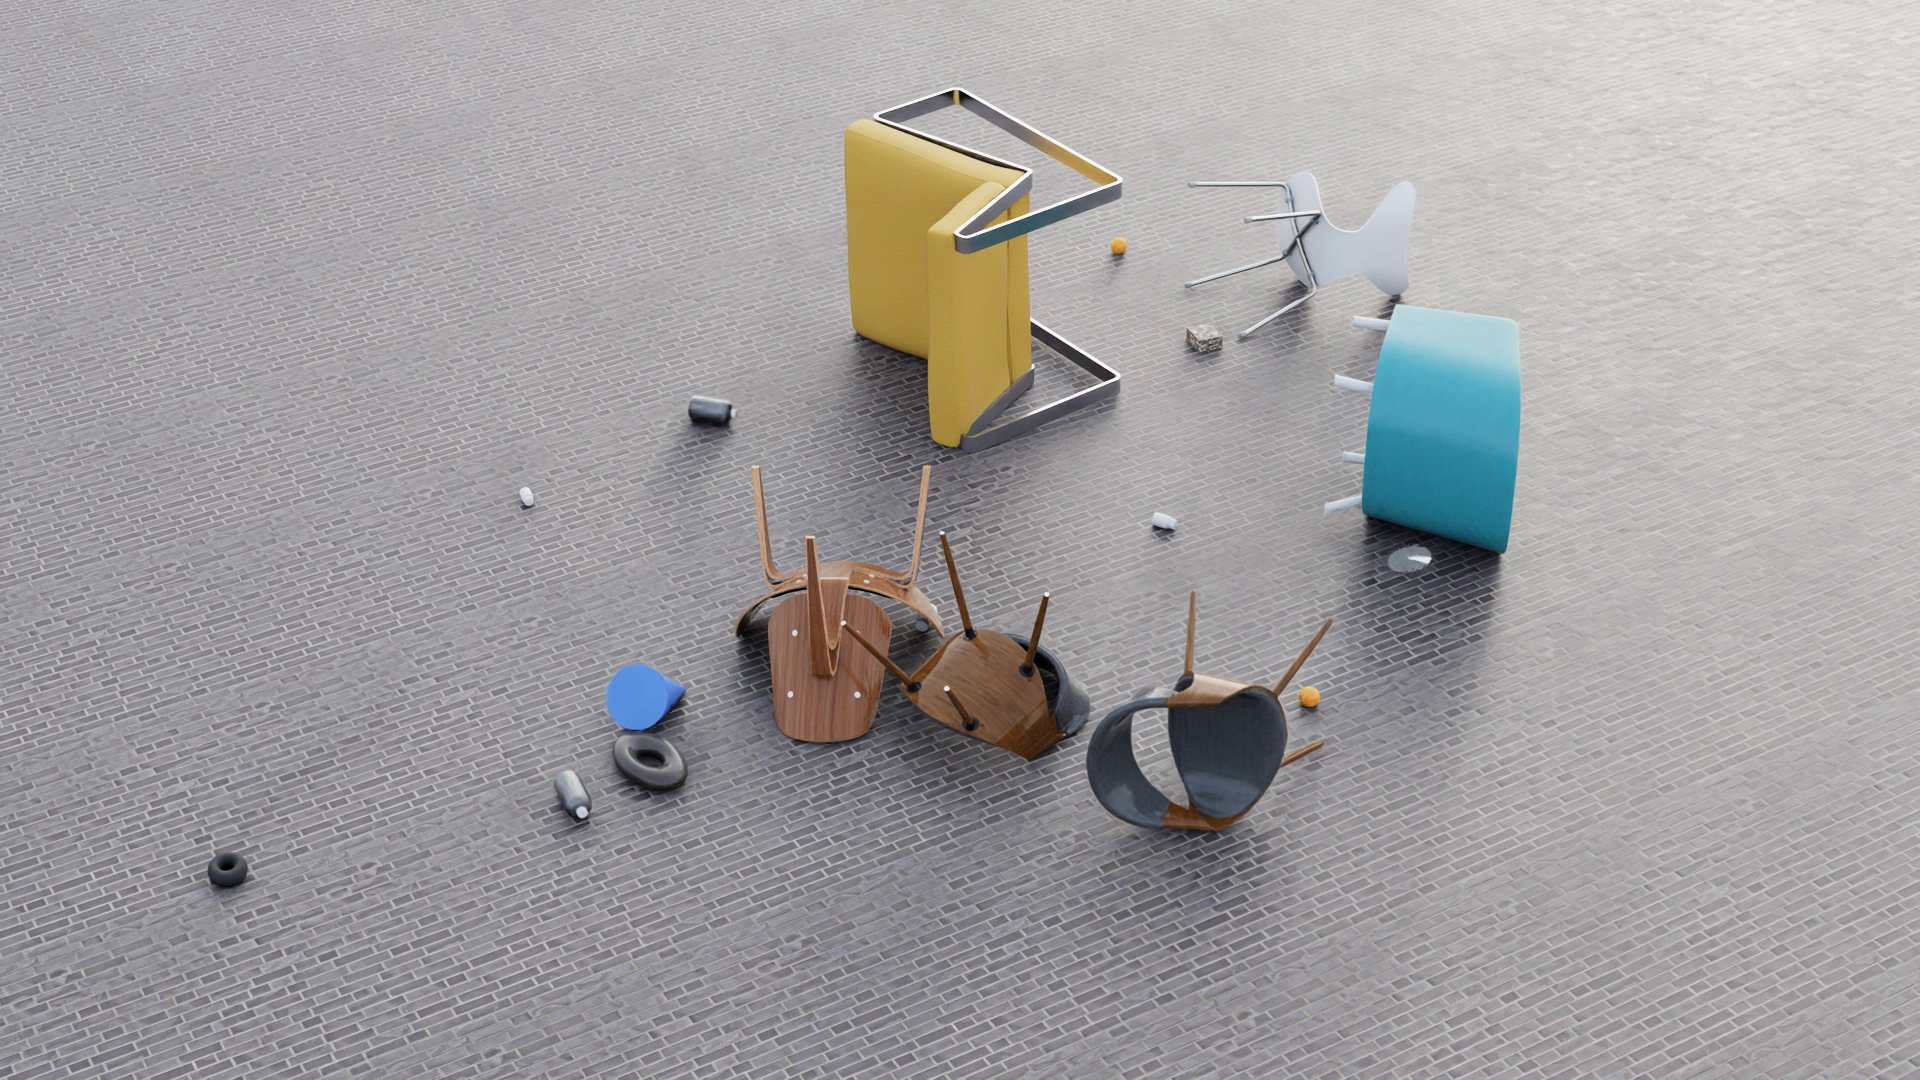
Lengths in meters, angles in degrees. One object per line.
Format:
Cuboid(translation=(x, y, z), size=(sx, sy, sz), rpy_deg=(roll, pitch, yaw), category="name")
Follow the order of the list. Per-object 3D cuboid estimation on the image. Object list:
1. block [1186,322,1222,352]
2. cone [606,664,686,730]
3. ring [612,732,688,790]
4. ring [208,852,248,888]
Cuboid(translation=(1.014, -0.841, 12.171), size=(0.107, 0.055, 0.121), rpy_deg=(-12, 35, -18), category="block")
Cuboid(translation=(-1.021, 0.524, 10.049), size=(0.272, 0.222, 0.271), rpy_deg=(-19, -7, 33), category="cone")
Cuboid(translation=(-1.033, 0.736, 9.769), size=(0.209, 0.066, 0.330), rpy_deg=(-23, 40, -32), category="ring")
Cuboid(translation=(-2.324, 1.046, 9.307), size=(0.124, 0.055, 0.137), rpy_deg=(-14, 37, -17), category="ring")
